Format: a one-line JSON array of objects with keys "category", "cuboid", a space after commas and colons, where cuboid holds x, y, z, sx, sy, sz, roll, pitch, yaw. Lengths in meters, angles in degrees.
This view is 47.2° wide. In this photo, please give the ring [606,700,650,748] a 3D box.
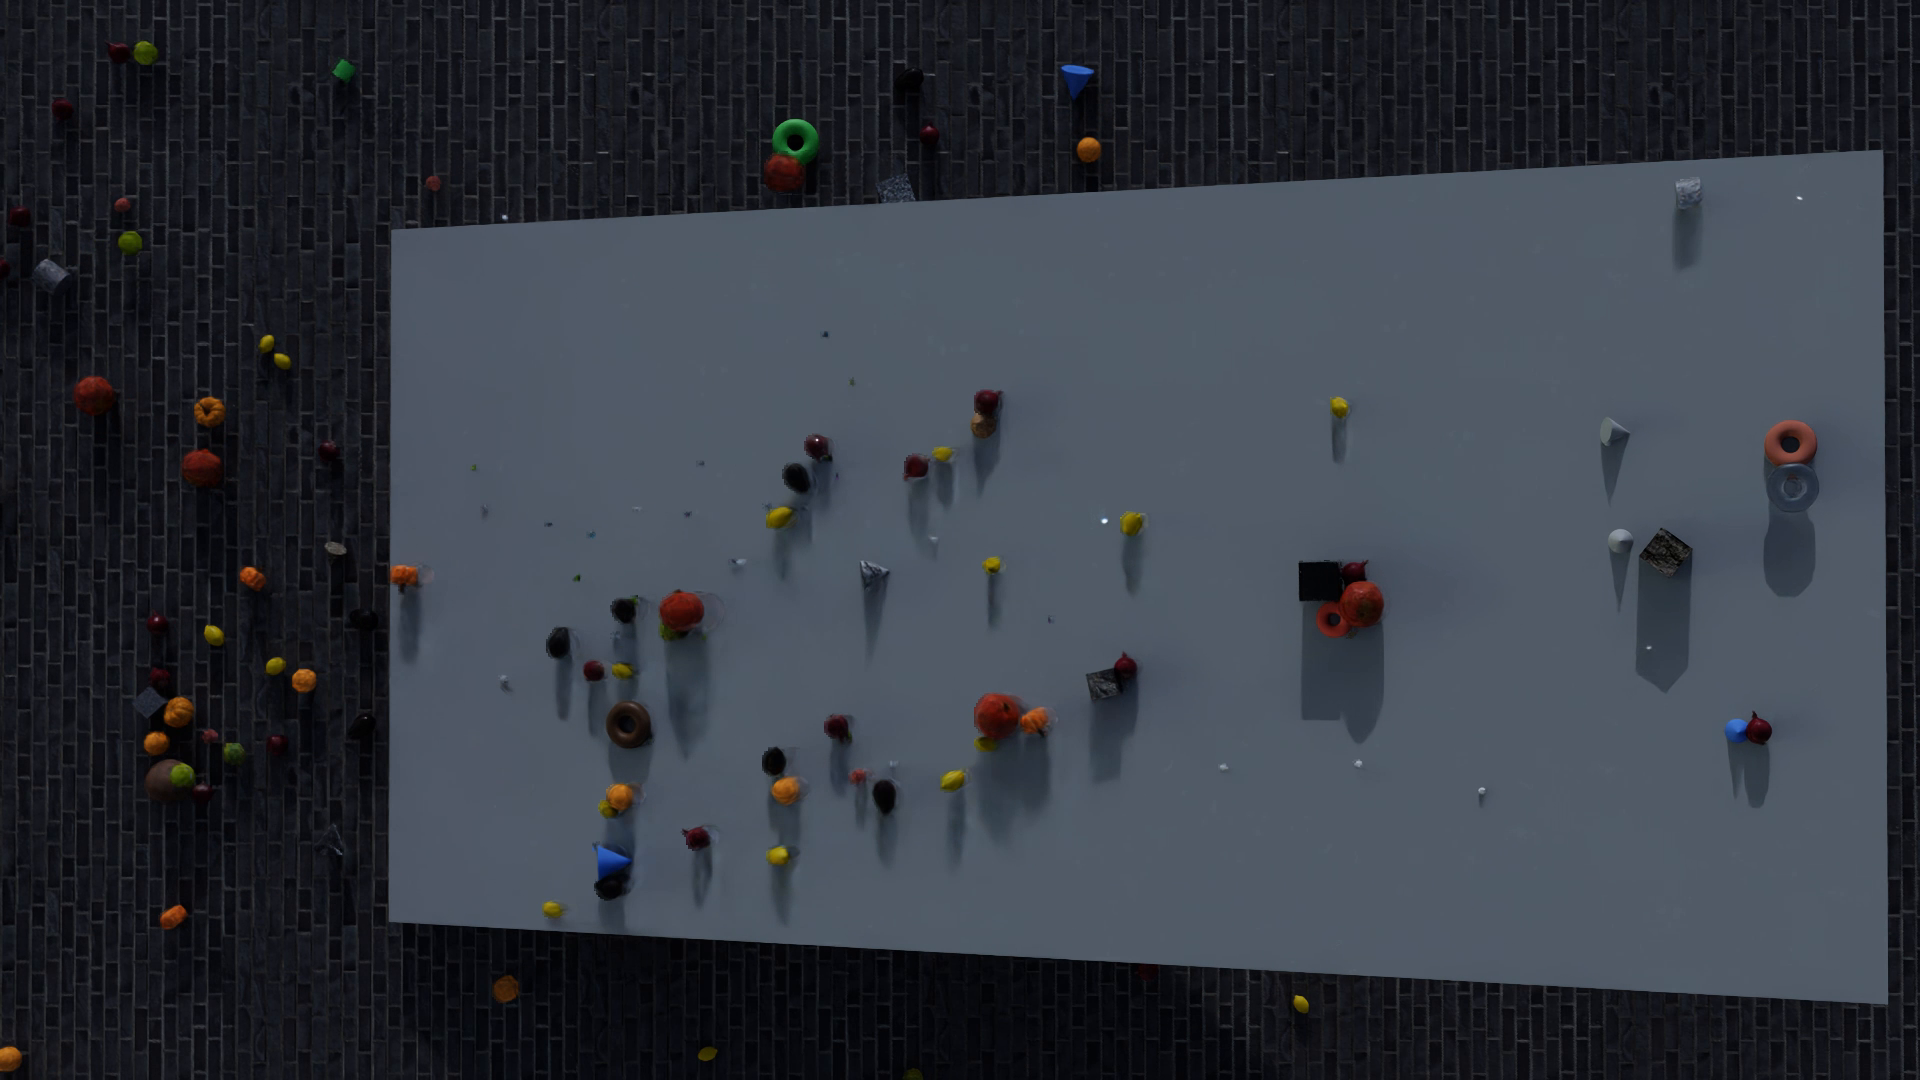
[{"category": "ring", "cuboid": [-0.919, 0.512, 6.095, 0.134, 0.045, 0.134, 0, 90, 17]}]

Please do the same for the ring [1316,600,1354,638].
[{"category": "ring", "cuboid": [0.940, 0.199, 5.518, 0.093, 0.031, 0.093, -1, 88, 19]}]

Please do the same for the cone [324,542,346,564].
[{"category": "cone", "cuboid": [-1.836, 0.050, 6.436, 0.064, 0.064, 0.064, 26, 116, 0]}]

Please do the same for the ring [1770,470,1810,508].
[{"category": "ring", "cuboid": [1.962, -0.122, 5.198, 0.092, 0.031, 0.092, 0, 90, 18]}]

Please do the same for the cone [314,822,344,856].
[{"category": "cone", "cuboid": [-1.835, 0.864, 6.419, 0.089, 0.089, 0.089, 0, 62, 0]}]

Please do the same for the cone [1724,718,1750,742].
[{"category": "cone", "cuboid": [1.844, 0.455, 5.213, 0.057, 0.057, 0.057, 0, 89, 18]}]

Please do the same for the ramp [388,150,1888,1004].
[{"category": "ramp", "cuboid": [0.275, 0.093, 5.798, 4.000, 0.100, 2.000, 0, 89, 18]}]

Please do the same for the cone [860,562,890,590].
[{"category": "cone", "cuboid": [-0.223, 0.090, 5.885, 0.079, 0.079, 0.079, -7, 89, -9]}]

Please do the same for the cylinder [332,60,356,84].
[{"category": "cylinder", "cuboid": [-1.804, -1.375, 6.445, 0.051, 0.051, 0.051, 33, 91, 0]}]

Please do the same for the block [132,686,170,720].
[{"category": "block", "cuboid": [-2.357, 0.474, 6.412, 0.066, 0.066, 0.066, -44, 89, -1]}]

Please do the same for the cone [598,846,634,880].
[{"category": "cone", "cuboid": [-0.955, 0.893, 6.101, 0.098, 0.098, 0.098, -2, 89, -9]}]

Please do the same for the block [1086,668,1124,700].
[{"category": "block", "cuboid": [0.373, 0.371, 5.674, 0.069, 0.069, 0.069, -14, 85, 17]}]

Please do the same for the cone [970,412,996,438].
[{"category": "cone", "cuboid": [0.051, -0.306, 5.784, 0.072, 0.072, 0.072, 0, 89, 18]}]

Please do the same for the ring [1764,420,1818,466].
[{"category": "ring", "cuboid": [1.963, -0.225, 5.195, 0.118, 0.039, 0.118, 0, 89, 21]}]

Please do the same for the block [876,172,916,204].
[{"category": "block", "cuboid": [-0.185, -1.003, 6.418, 0.096, 0.096, 0.096, -20, 89, 0]}]

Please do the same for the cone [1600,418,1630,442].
[{"category": "cone", "cuboid": [1.592, -0.263, 5.318, 0.063, 0.063, 0.063, 6, 89, -9]}]

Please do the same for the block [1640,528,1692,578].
[{"category": "block", "cuboid": [1.686, 0.031, 5.253, 0.088, 0.088, 0.088, 38, 100, 14]}]

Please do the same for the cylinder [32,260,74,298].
[{"category": "cylinder", "cuboid": [-2.651, -0.764, 6.422, 0.081, 0.081, 0.081, 34, 89, 0]}]

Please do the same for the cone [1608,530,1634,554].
[{"category": "cone", "cuboid": [1.591, 0.002, 5.299, 0.059, 0.059, 0.059, 0, 89, 18]}]

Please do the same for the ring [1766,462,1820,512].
[{"category": "ring", "cuboid": [1.956, -0.124, 5.164, 0.119, 0.040, 0.119, 0, 90, 16]}]

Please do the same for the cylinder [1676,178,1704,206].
[{"category": "cylinder", "cuboid": [1.746, -0.832, 5.264, 0.054, 0.054, 0.054, -10, 89, 17]}]

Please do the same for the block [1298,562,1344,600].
[{"category": "block", "cuboid": [0.902, 0.103, 5.497, 0.096, 0.096, 0.096, -1, 89, 18]}]

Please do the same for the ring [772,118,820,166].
[{"category": "ring", "cuboid": [-0.482, -1.165, 6.445, 0.140, 0.047, 0.140, 0, 90, -1]}]
